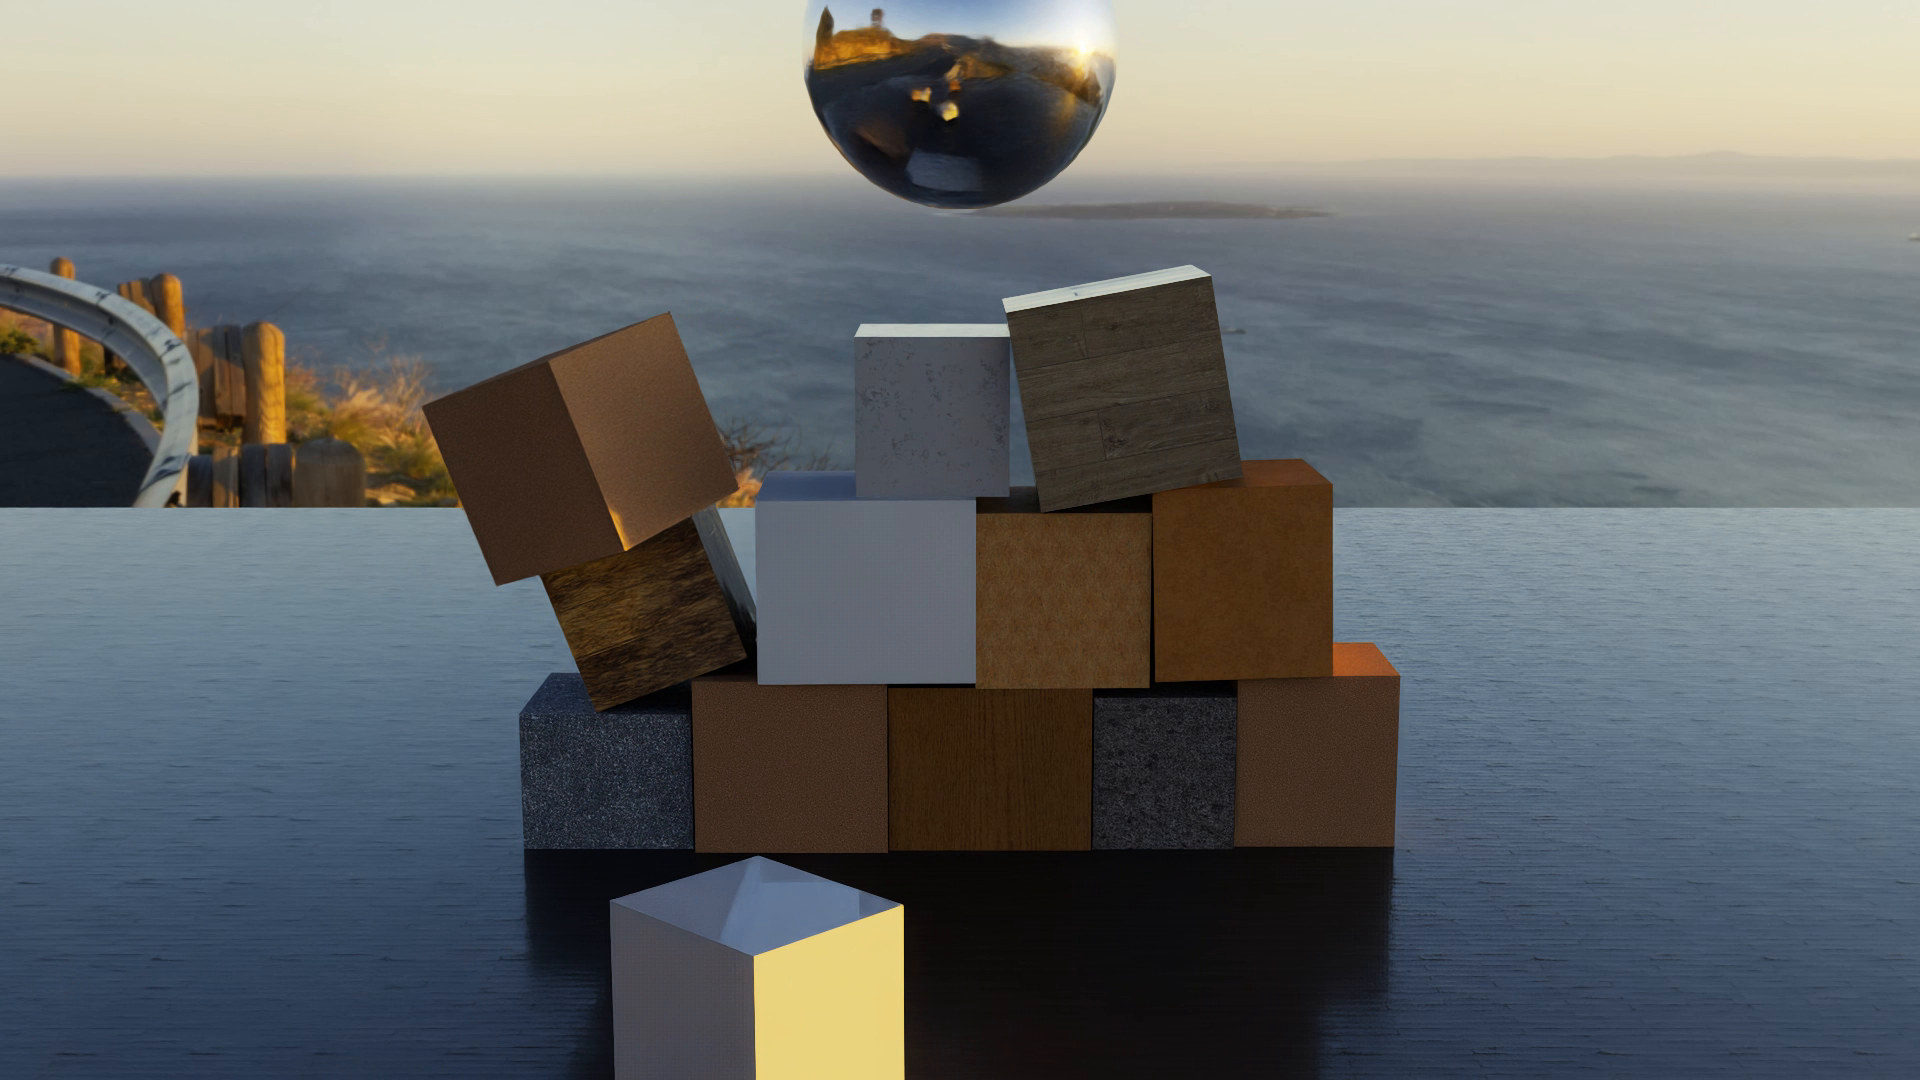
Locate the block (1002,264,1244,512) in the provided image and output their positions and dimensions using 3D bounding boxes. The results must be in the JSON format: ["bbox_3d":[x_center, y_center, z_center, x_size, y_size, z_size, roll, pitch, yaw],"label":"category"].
[{"bbox_3d":[0.790,-0.773,10.954,0.986,0.979,0.906,-10,10,2],"label":"block"}]

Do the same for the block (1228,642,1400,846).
[{"bbox_3d":[1.784,1.043,11.358,0.807,0.885,0.737,0,10,0],"label":"block"}]

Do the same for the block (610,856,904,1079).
[{"bbox_3d":[-0.727,1.699,7.915,0.787,0.825,0.698,10,14,43],"label":"block"}]

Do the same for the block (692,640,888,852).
[{"bbox_3d":[-0.839,1.049,11.344,0.961,0.877,0.902,0,10,0],"label":"block"}]

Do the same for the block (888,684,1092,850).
[{"bbox_3d":[0.150,1.065,11.371,1.011,0.837,0.878,0,10,0],"label":"block"}]

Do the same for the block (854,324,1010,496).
[{"bbox_3d":[-0.135,-0.663,11.040,0.751,0.781,0.759,0,10,0],"label":"block"}]

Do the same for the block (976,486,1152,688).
[{"bbox_3d":[0.498,0.225,11.200,0.860,0.877,0.856,0,10,-1],"label":"block"}]

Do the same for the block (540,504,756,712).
[{"bbox_3d":[-1.564,0.293,11.241,0.810,0.778,0.777,-20,10,4],"label":"block"}]

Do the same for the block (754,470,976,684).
[{"bbox_3d":[-0.468,0.169,11.190,1.068,0.909,0.996,0,10,-1],"label":"block"}]

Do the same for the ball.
[{"bbox_3d":[0.000,-2.462,11.017,1.600,1.600,1.600,0,10,0],"label":"ball"}]

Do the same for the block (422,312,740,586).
[{"bbox_3d":[-1.839,-0.447,10.741,0.898,0.941,0.908,-14,12,36],"label":"block"}]

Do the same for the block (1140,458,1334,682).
[{"bbox_3d":[1.378,0.137,11.191,0.878,0.958,0.879,-2,10,-1],"label":"block"}]

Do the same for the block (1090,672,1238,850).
[{"bbox_3d":[1.019,1.094,11.366,0.707,0.782,0.817,0,10,0],"label":"block"}]

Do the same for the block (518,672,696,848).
[{"bbox_3d":[-1.764,1.131,11.404,0.853,0.695,0.868,0,10,0],"label":"block"}]
